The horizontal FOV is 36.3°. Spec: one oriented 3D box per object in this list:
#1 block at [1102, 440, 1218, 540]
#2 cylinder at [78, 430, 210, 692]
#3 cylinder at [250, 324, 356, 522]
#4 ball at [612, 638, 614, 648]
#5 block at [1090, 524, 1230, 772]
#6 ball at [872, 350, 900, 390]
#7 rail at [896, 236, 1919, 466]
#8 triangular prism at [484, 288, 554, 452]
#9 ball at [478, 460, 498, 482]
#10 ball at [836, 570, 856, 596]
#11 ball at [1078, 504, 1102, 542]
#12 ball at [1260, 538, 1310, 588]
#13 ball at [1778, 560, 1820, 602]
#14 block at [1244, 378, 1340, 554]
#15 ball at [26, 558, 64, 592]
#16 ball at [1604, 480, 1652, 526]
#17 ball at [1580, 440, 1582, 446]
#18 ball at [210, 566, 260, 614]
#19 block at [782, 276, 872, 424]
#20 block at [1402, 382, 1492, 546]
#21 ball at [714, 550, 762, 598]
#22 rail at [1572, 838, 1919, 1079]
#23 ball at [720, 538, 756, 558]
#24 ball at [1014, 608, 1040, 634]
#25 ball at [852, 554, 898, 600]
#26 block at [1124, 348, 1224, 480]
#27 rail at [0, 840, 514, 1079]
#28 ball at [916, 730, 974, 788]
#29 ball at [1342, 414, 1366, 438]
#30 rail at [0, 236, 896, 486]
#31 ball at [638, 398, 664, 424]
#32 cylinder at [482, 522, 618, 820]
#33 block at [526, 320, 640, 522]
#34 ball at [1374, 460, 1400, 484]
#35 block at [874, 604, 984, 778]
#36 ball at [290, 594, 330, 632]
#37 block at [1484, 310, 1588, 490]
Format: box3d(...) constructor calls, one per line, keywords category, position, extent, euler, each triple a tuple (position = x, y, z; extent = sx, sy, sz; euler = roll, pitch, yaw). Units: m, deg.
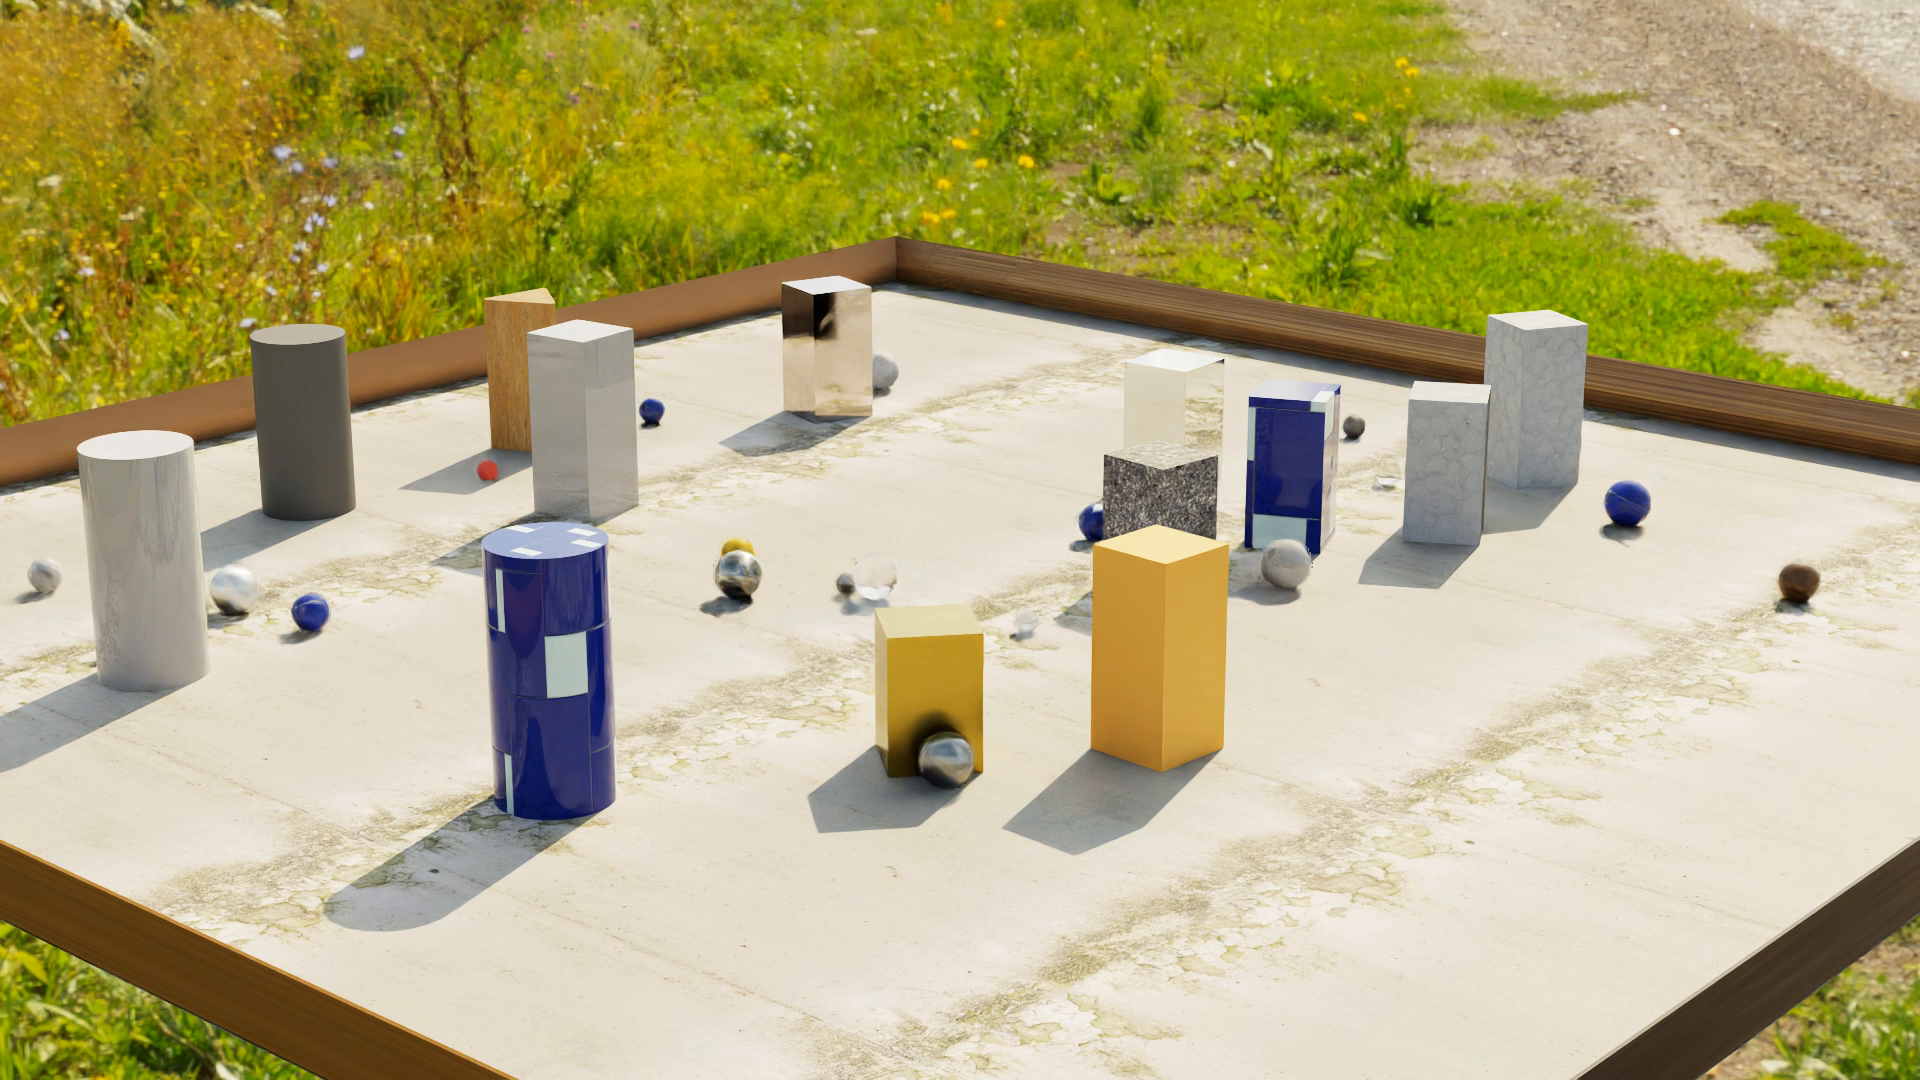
box3d(category="block", position=(0.350, -0.037, 5.136), extent=(0.141, 0.234, 0.141), euler=(-15, 23, -41))
box3d(category="cylinder", position=(-1.295, 0.032, 4.659), extent=(0.176, 0.379, 0.176), euler=(0, 17, 0))
box3d(category="cylinder", position=(-1.247, -0.225, 5.569), extent=(0.176, 0.341, 0.176), euler=(0, 17, 0))
box3d(category="ball", position=(-0.595, 0.167, 4.750), extent=(0.067, 0.067, 0.067), euler=(0, 17, 0))
box3d(category="block", position=(0.295, 0.159, 4.344), extent=(0.141, 0.320, 0.141), euler=(16, 23, 42))
box3d(category="ball", position=(-0.178, -0.378, 6.512), extent=(0.087, 0.087, 0.087), euler=(0, 17, 0))
box3d(category="rail", position=(1.213, -0.377, 6.459), extent=(3.701, 0.115, 0.045), euler=(14, 22, 39))
box3d(category="triangular prism", position=(-0.875, -0.351, 6.035), extent=(0.153, 0.313, 0.132), euler=(5, 17, 15))
box3d(category="ball", position=(-0.934, -0.137, 5.798), extent=(0.041, 0.041, 0.041), euler=(0, 17, 0))
box3d(category="ball", position=(-0.195, 0.075, 5.098), extent=(0.042, 0.042, 0.042), euler=(0, 17, 0))
box3d(category="ball", position=(0.252, -0.033, 5.404), extent=(0.070, 0.070, 0.070), euler=(0, 17, 0))
box3d(category="ball", position=(0.569, 0.041, 5.130), extent=(0.087, 0.087, 0.087), euler=(0, 17, 0))
box3d(category="ball", position=(1.448, 0.071, 5.060), extent=(0.072, 0.072, 0.072), euler=(0, 17, 0))
box3d(category="block", position=(0.609, -0.136, 5.373), extent=(0.141, 0.285, 0.141), euler=(5, 18, 17))
box3d(category="ball", position=(-1.596, 0.060, 5.115), extent=(0.060, 0.060, 0.060), euler=(0, 17, 0))
box3d(category="ball", position=(1.251, -0.070, 5.495), extent=(0.088, 0.088, 0.088), euler=(0, 17, 0))
box3d(category="ball", position=(1.221, -0.201, 5.944), extent=(0.079, 0.079, 0.079), euler=(0, 17, 0))
box3d(category="ball", position=(-1.236, 0.085, 4.996), extent=(0.082, 0.082, 0.082), euler=(0, 17, 0))
box3d(category="block", position=(-0.284, -0.408, 6.278), extent=(0.141, 0.281, 0.141), euler=(-10, 20, -30))
box3d(category="block", position=(0.901, -0.143, 5.424), extent=(0.141, 0.269, 0.141), euler=(4, 17, 12))
box3d(category="ball", position=(-0.384, 0.060, 5.075), extent=(0.084, 0.084, 0.084), euler=(0, 17, 0))
box3d(category="rail", position=(1.380, 0.377, 3.976), extent=(0.045, 0.115, 3.749), euler=(14, 22, 39))
box3d(category="ball", position=(-0.396, 0.027, 5.224), extent=(0.061, 0.061, 0.061), euler=(0, 17, 0))
box3d(category="ball", position=(0.112, 0.135, 4.902), extent=(0.041, 0.041, 0.041), euler=(0, 17, 0))
box3d(category="ball", position=(-0.146, 0.065, 5.063), extent=(0.079, 0.079, 0.079), euler=(0, 17, 0))
box3d(category="block", position=(0.420, -0.234, 5.767), extent=(0.141, 0.245, 0.141), euler=(12, 21, 35))
box3d(category="rail", position=(-1.213, 0.435, 3.785), extent=(3.701, 0.115, 0.045), euler=(14, 22, 39))
box3d(category="ball", position=(-0.021, 0.317, 4.230), extent=(0.083, 0.083, 0.083), euler=(0, 17, 0))
box3d(category="ball", position=(0.821, -0.237, 6.114), extent=(0.049, 0.049, 0.049), euler=(0, 17, 0))
box3d(category="rail", position=(-1.380, -0.319, 6.268), extent=(0.045, 0.115, 3.749), euler=(14, 22, 39))
box3d(category="ball", position=(-0.655, -0.275, 6.229), extent=(0.055, 0.055, 0.055), euler=(0, 17, 0))
box3d(category="cylinder", position=(-0.579, 0.184, 4.148), extent=(0.176, 0.384, 0.176), euler=(0, 17, 0))
box3d(category="block", position=(-0.715, -0.227, 5.567), extent=(0.141, 0.348, 0.141), euler=(11, 20, 33))
box3d(category="ball", position=(0.841, -0.133, 5.770), extent=(0.050, 0.050, 0.050), euler=(0, 17, 0))
box3d(category="block", position=(-0.046, 0.221, 4.320), extent=(0.141, 0.215, 0.141), euler=(-3, 17, -9))
box3d(category="ball", position=(-1.087, 0.121, 4.908), extent=(0.064, 0.064, 0.064), euler=(0, 17, 0))
box3d(category="block", position=(1.129, -0.277, 5.779), extent=(0.141, 0.321, 0.141), euler=(-6, 18, -20))
